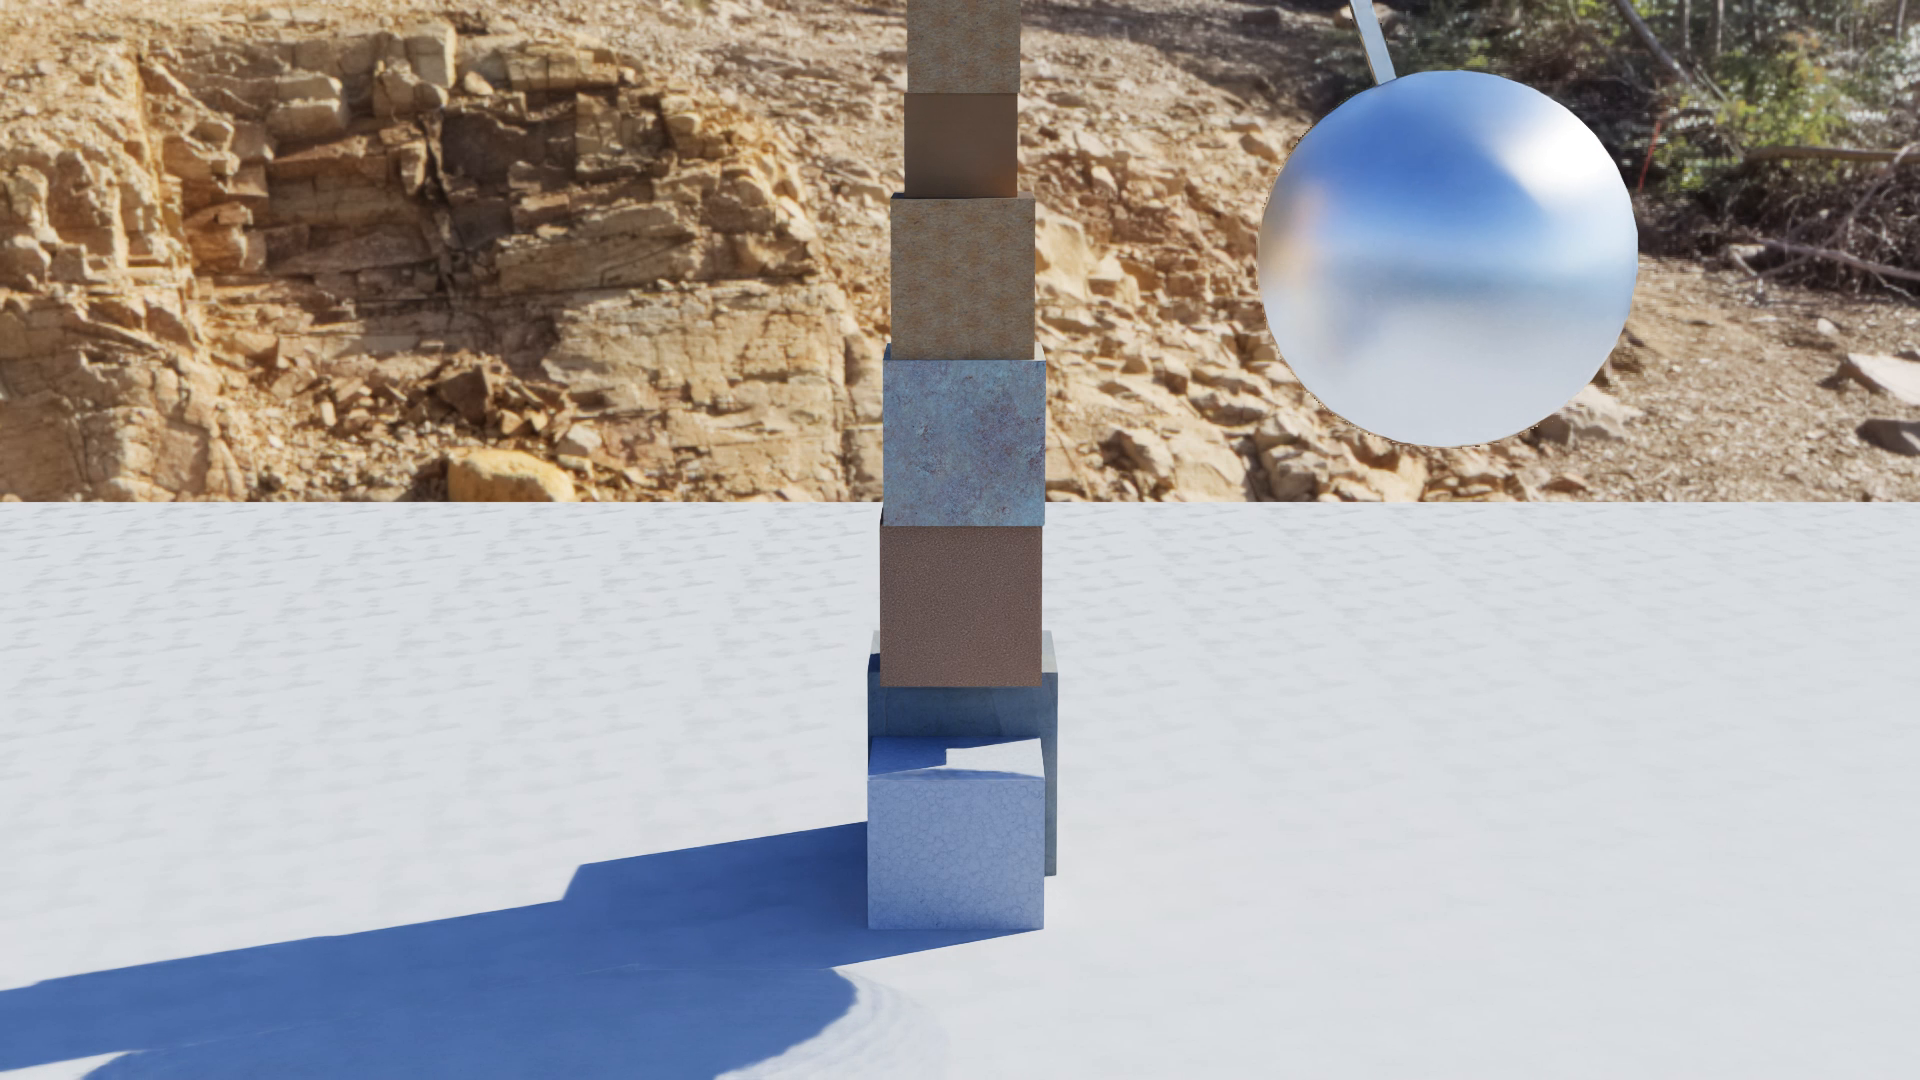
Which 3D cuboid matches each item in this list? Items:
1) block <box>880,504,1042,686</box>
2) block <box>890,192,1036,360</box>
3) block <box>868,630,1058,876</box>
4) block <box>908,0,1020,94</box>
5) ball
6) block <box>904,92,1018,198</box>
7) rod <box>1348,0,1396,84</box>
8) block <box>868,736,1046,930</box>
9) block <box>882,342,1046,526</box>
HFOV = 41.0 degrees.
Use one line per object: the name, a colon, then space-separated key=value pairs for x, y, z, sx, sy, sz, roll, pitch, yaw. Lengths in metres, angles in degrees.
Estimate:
block: x=0.004 y=0.221 z=11.220 sx=0.690 sy=0.704 sz=0.663 roll=0 pitch=10 yaw=0
block: x=0.012 y=-1.140 z=10.973 sx=0.599 sy=0.665 sz=0.681 roll=0 pitch=10 yaw=0
block: x=0.011 y=0.956 z=11.725 sx=0.835 sy=0.924 sz=0.862 roll=0 pitch=10 yaw=0
block: x=0.016 y=-2.130 z=10.793 sx=0.467 sy=0.490 sz=0.457 roll=0 pitch=10 yaw=0
ball: x=2.074 y=-1.197 z=10.963 sx=1.600 sy=1.600 sz=1.600 roll=0 pitch=10 yaw=0
block: x=0.004 y=-1.679 z=10.875 sx=0.471 sy=0.429 sz=0.442 roll=0 pitch=10 yaw=0
rod: x=0.899 y=-4.335 z=10.392 sx=0.080 sy=5.200 sz=0.080 roll=-20 pitch=10 yaw=4
block: x=-0.016 y=1.240 z=10.963 sx=0.732 sy=0.638 sz=0.719 roll=0 pitch=10 yaw=0
block: x=0.018 y=-0.469 z=11.095 sx=0.680 sy=0.699 sz=0.749 roll=0 pitch=10 yaw=0
